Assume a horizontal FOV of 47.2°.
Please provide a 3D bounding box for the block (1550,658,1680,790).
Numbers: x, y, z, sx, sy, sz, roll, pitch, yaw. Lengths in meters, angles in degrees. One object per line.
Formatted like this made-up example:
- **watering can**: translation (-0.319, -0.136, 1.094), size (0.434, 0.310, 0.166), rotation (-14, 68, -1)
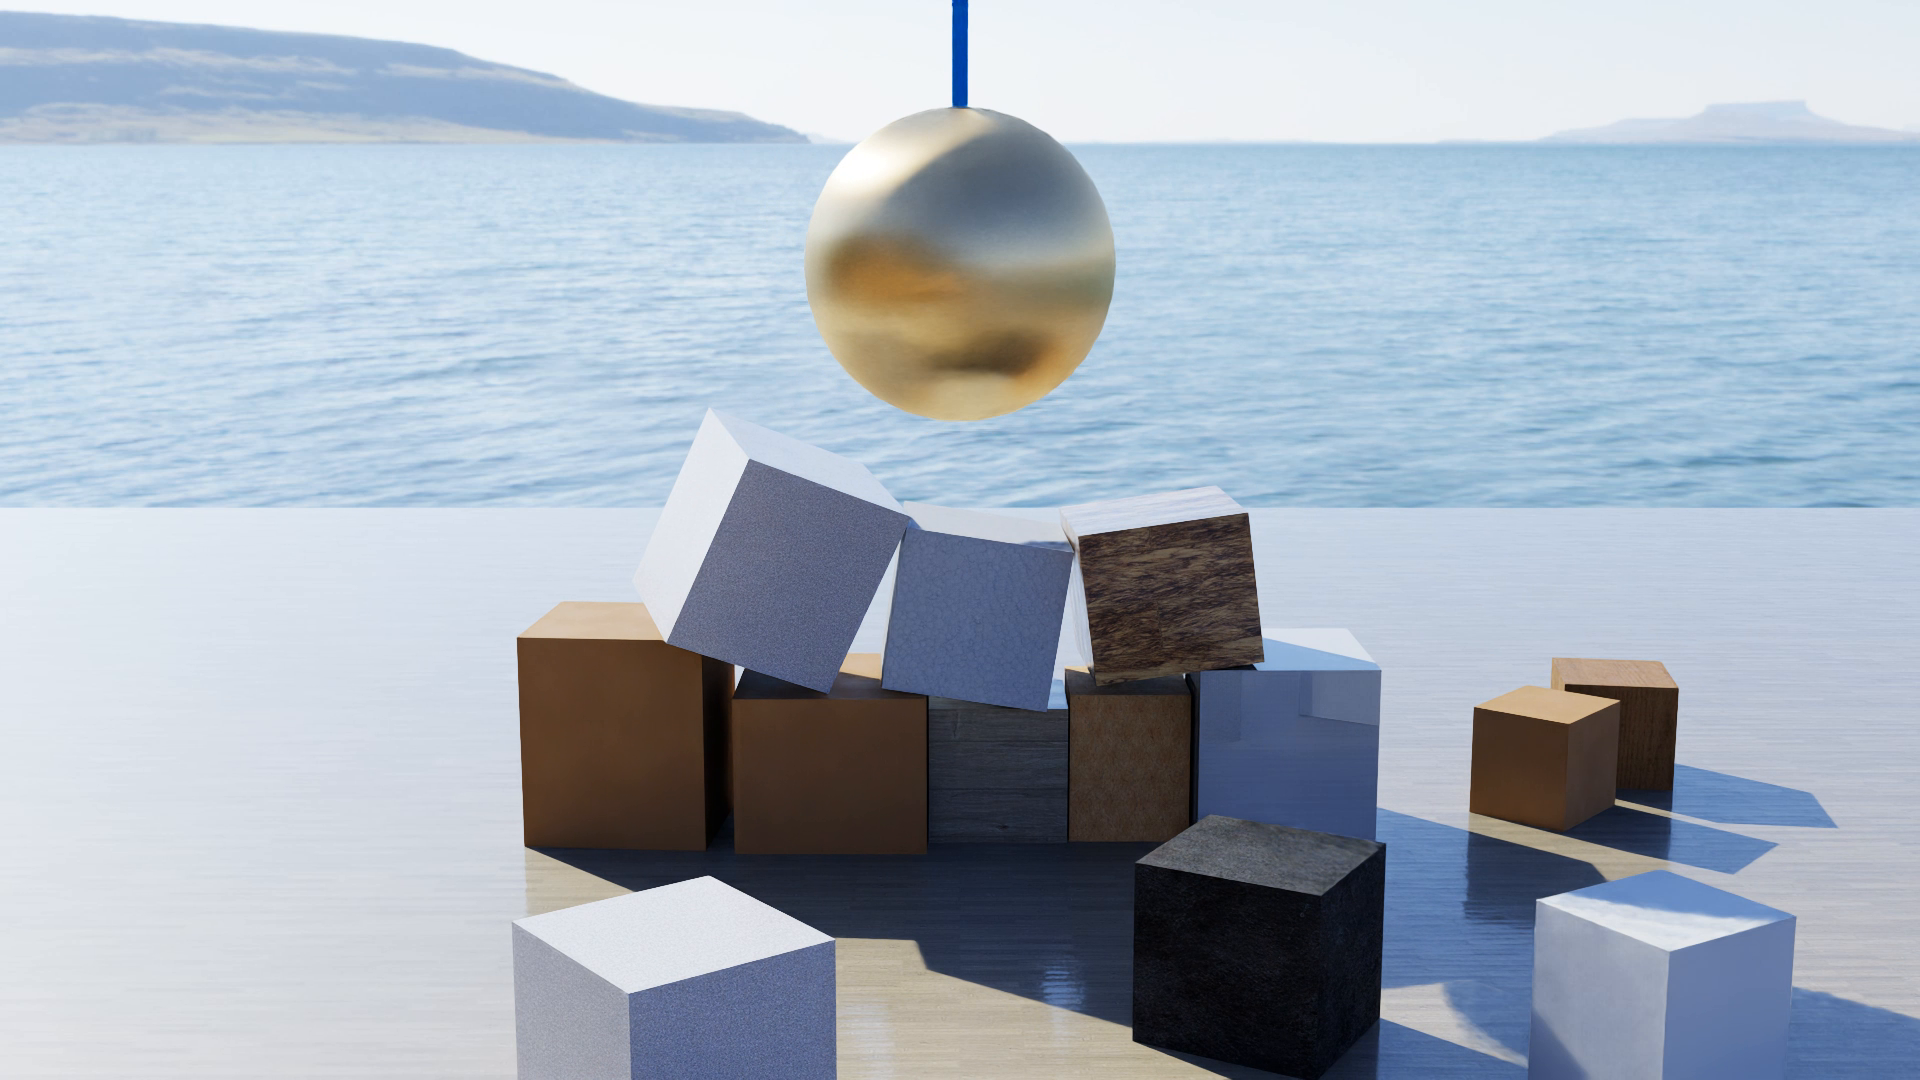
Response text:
- **block**: translation (3.650, 1.022, 12.329), size (0.602, 0.577, 0.637), rotation (2, 10, 9)

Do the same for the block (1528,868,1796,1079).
- **block**: translation (2.603, 1.708, 8.182), size (0.679, 0.712, 0.623), rotation (-6, 12, -31)

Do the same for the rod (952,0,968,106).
- **rod**: translation (0.000, -4.714, 10.467), size (0.080, 5.200, 0.080), rotation (0, 13, 0)

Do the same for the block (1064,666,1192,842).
- **block**: translation (0.855, 1.098, 11.387), size (0.607, 0.765, 0.613), rotation (0, 10, 0)

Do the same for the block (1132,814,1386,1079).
- **block**: translation (1.191, 1.595, 8.733), size (0.765, 0.737, 0.718), rotation (6, 12, 30)

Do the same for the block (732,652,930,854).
- **block**: translation (-0.644, 1.086, 11.373), size (0.957, 0.795, 0.991), rotation (0, 10, 0)

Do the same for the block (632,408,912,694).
- **block**: translation (-0.957, 0.048, 10.978), size (0.892, 0.990, 0.811), rotation (20, 13, -26)

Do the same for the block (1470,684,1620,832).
- **block**: translation (3.101, 1.146, 11.656), size (0.533, 0.574, 0.623), rotation (9, 13, 39)

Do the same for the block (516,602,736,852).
- **block**: translation (-1.698, 0.942, 11.369), size (0.926, 1.080, 0.871), rotation (1, 10, 5)

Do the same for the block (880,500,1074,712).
- **block**: translation (0.070, 0.325, 11.226), size (0.829, 0.818, 0.790), rotation (8, 10, -4)

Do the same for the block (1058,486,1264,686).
- **block**: translation (1.006, 0.214, 11.157), size (0.838, 0.752, 0.898), rotation (-8, 10, -2)

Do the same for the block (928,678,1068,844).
- **block**: translation (0.193, 1.133, 11.375), size (0.697, 0.701, 0.628), rotation (0, 10, 0)

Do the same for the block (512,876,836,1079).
- **block**: translation (-0.975, 1.748, 7.514), size (0.782, 0.872, 0.817), rotation (-8, 13, -37)

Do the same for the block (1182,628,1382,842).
- **block**: translation (1.623, 1.018, 11.349), size (0.890, 0.937, 0.935), rotation (0, 10, -1)

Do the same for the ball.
- **ball**: translation (0.000, -1.407, 11.256), size (1.600, 1.600, 1.600), rotation (0, 10, 0)
